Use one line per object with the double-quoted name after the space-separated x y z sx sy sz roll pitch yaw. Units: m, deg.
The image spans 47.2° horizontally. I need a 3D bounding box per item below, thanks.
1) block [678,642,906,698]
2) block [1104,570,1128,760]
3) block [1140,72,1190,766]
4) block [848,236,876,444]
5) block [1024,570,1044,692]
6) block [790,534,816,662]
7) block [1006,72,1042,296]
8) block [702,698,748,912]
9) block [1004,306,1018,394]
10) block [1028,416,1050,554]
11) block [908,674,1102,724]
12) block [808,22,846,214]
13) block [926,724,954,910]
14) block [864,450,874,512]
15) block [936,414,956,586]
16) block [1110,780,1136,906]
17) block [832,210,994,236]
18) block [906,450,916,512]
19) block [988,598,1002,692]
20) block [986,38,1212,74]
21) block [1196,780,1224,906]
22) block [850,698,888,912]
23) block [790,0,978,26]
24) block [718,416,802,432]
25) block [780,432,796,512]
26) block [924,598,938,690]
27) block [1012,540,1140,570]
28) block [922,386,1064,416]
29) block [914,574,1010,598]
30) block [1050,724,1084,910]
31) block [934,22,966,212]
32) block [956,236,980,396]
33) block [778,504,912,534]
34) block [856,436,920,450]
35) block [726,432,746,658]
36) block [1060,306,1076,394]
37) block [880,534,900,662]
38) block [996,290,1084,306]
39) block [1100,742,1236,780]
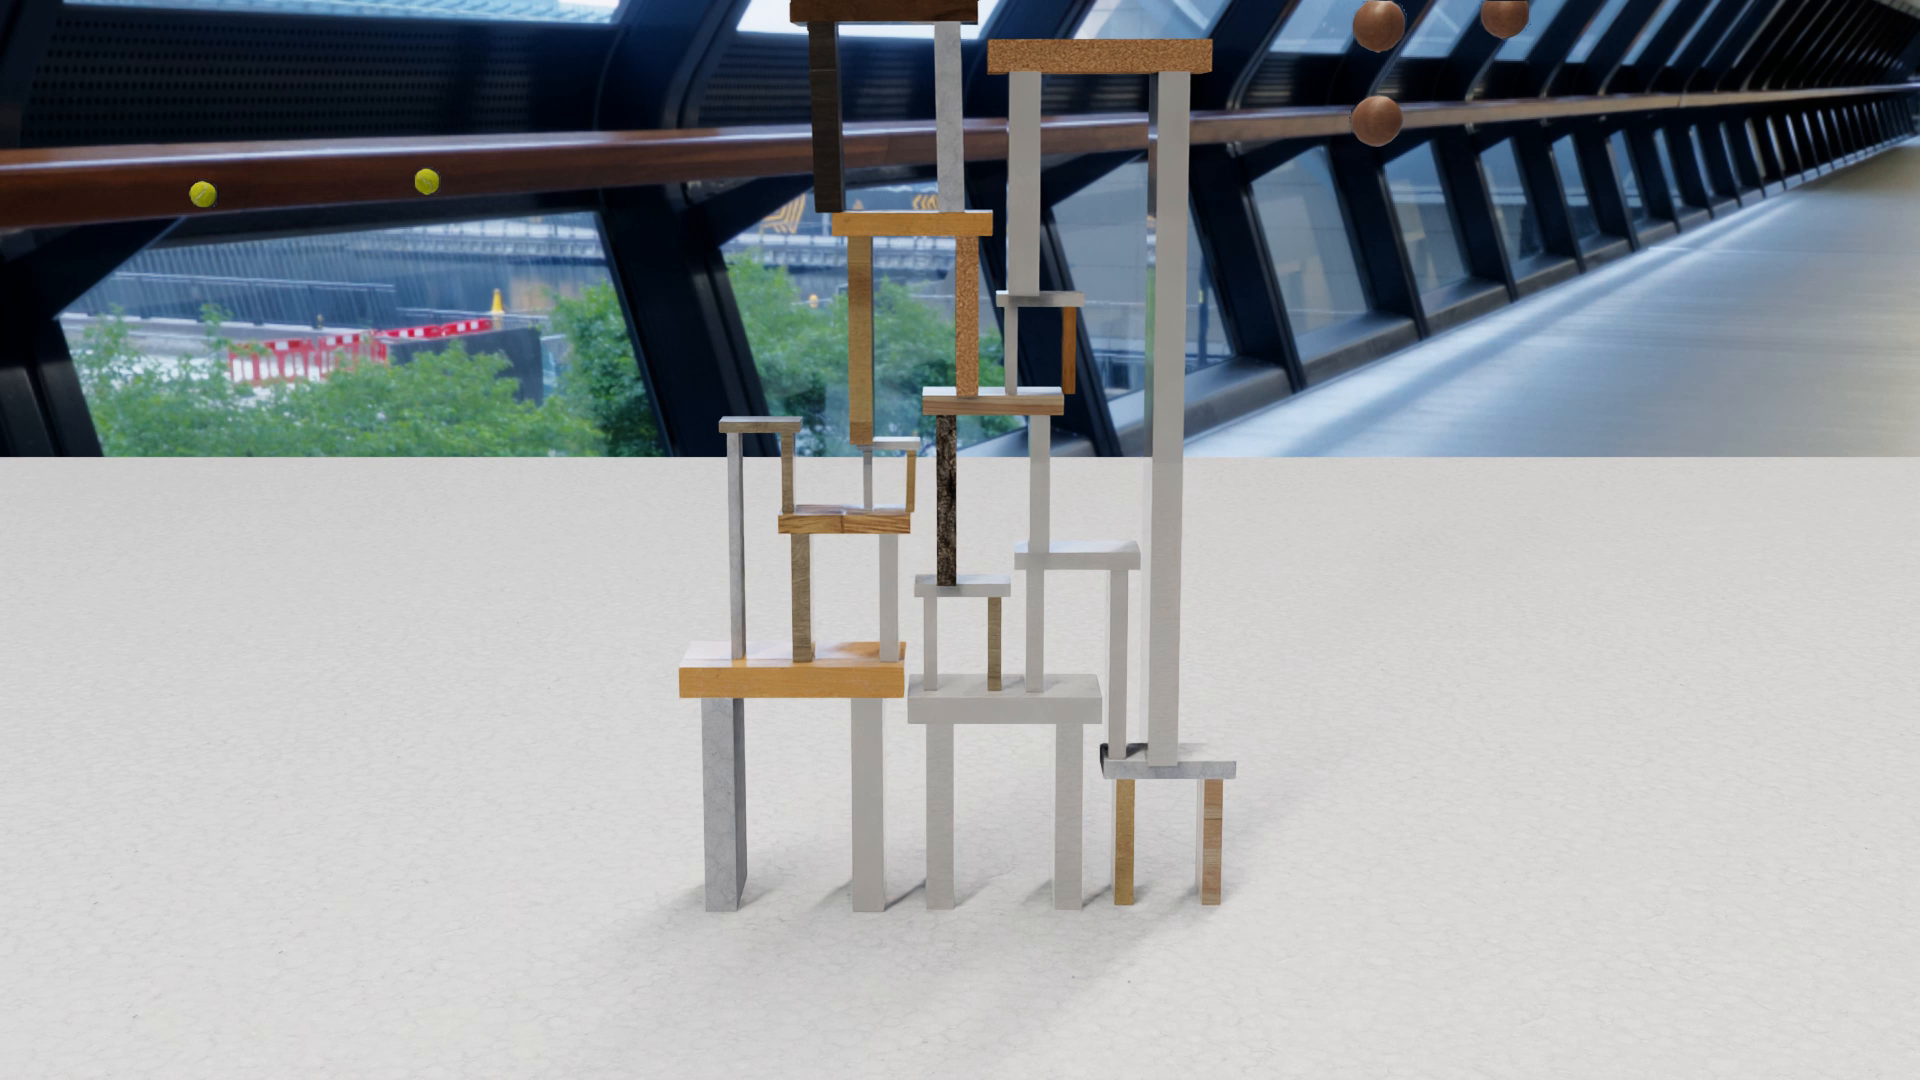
-0.269 0.211 3.601 0.359 0.051 0.180 0 11 0 "block"
0.256 0.193 3.599 0.029 0.314 0.101 0 11 0 "block"
0.326 -0.190 3.525 0.048 1.094 0.170 0 11 0 "block"
-0.156 -0.322 3.494 0.035 0.326 0.125 0 11 0 "block"
0.121 0.138 3.589 0.029 0.203 0.101 0 11 0 "block"
-0.254 0.084 3.571 0.030 0.211 0.105 0 11 0 "block"
0.099 -0.560 3.456 0.048 0.340 0.170 0 10 0 "block"
-0.389 0.413 3.638 0.051 0.359 0.180 0 11 0 "block"
0.081 -0.305 3.498 0.020 0.138 0.069 0 11 0 "block"
0.127 -0.098 3.541 0.031 0.222 0.111 0 11 0 "block"
0.072 0.260 3.609 0.313 0.044 0.157 0 11 0 "block"
-0.207 -0.659 3.438 0.041 0.287 0.144 -2 11 0 "block"
-0.032 0.436 3.642 0.044 0.313 0.157 0 11 0 "block"
-0.147 -0.098 3.537 0.014 0.101 0.050 0 11 0 "block"
-0.022 -0.072 3.546 0.031 0.276 0.111 0 11 0 "block"
0.269 0.485 3.647 0.030 0.215 0.108 0 11 0 "block"
-0.073 -0.500 3.461 0.249 0.035 0.125 0 11 0 "block"
-0.079 -0.098 3.537 0.014 0.101 0.050 2 11 0 "block"
0.056 0.161 3.592 0.022 0.156 0.078 0 10 0 "block"
0.213 -0.751 3.421 0.340 0.048 0.170 0 11 0 "block"
0.413 0.485 3.647 0.030 0.215 0.108 0 11 0 "block"
-0.149 0.413 3.638 0.051 0.359 0.180 0 11 0 "block"
-0.115 -0.821 3.407 0.287 0.041 0.144 0 11 0 "block"
-0.319 -0.185 3.526 0.129 0.018 0.064 0 11 0 "block"
-0.276 -0.113 3.539 0.018 0.129 0.064 0 11 0 "block"
-0.048 0.161 3.592 0.022 0.156 0.078 0 11 0 "block"
0.188 0.025 3.568 0.203 0.029 0.101 0 11 0 "block"
0.052 -0.223 3.517 0.222 0.031 0.111 0 11 0 "block"
0.004 0.074 3.576 0.156 0.022 0.078 0 11 0 "block"
0.176 0.436 3.642 0.044 0.313 0.157 0 11 0 "block"
-0.016 -0.660 3.438 0.041 0.287 0.144 -1 11 1 "block"
0.011 -0.360 3.489 0.035 0.249 0.125 0 11 -1 "block"
-0.184 -0.034 3.549 0.211 0.030 0.105 0 11 0 "block"
-0.114 -0.155 3.525 0.101 0.014 0.050 0 11 0 "block"
-0.362 0.005 3.561 0.018 0.369 0.064 0 11 0 "block"
0.173 -0.305 3.498 0.020 0.138 0.069 0 11 0 "block"
-0.114 0.084 3.571 0.030 0.211 0.105 0 11 0 "block"
0.127 -0.382 3.484 0.138 0.020 0.069 0 11 0 "block"
0.341 0.364 3.625 0.215 0.030 0.108 0 11 0 "block"
